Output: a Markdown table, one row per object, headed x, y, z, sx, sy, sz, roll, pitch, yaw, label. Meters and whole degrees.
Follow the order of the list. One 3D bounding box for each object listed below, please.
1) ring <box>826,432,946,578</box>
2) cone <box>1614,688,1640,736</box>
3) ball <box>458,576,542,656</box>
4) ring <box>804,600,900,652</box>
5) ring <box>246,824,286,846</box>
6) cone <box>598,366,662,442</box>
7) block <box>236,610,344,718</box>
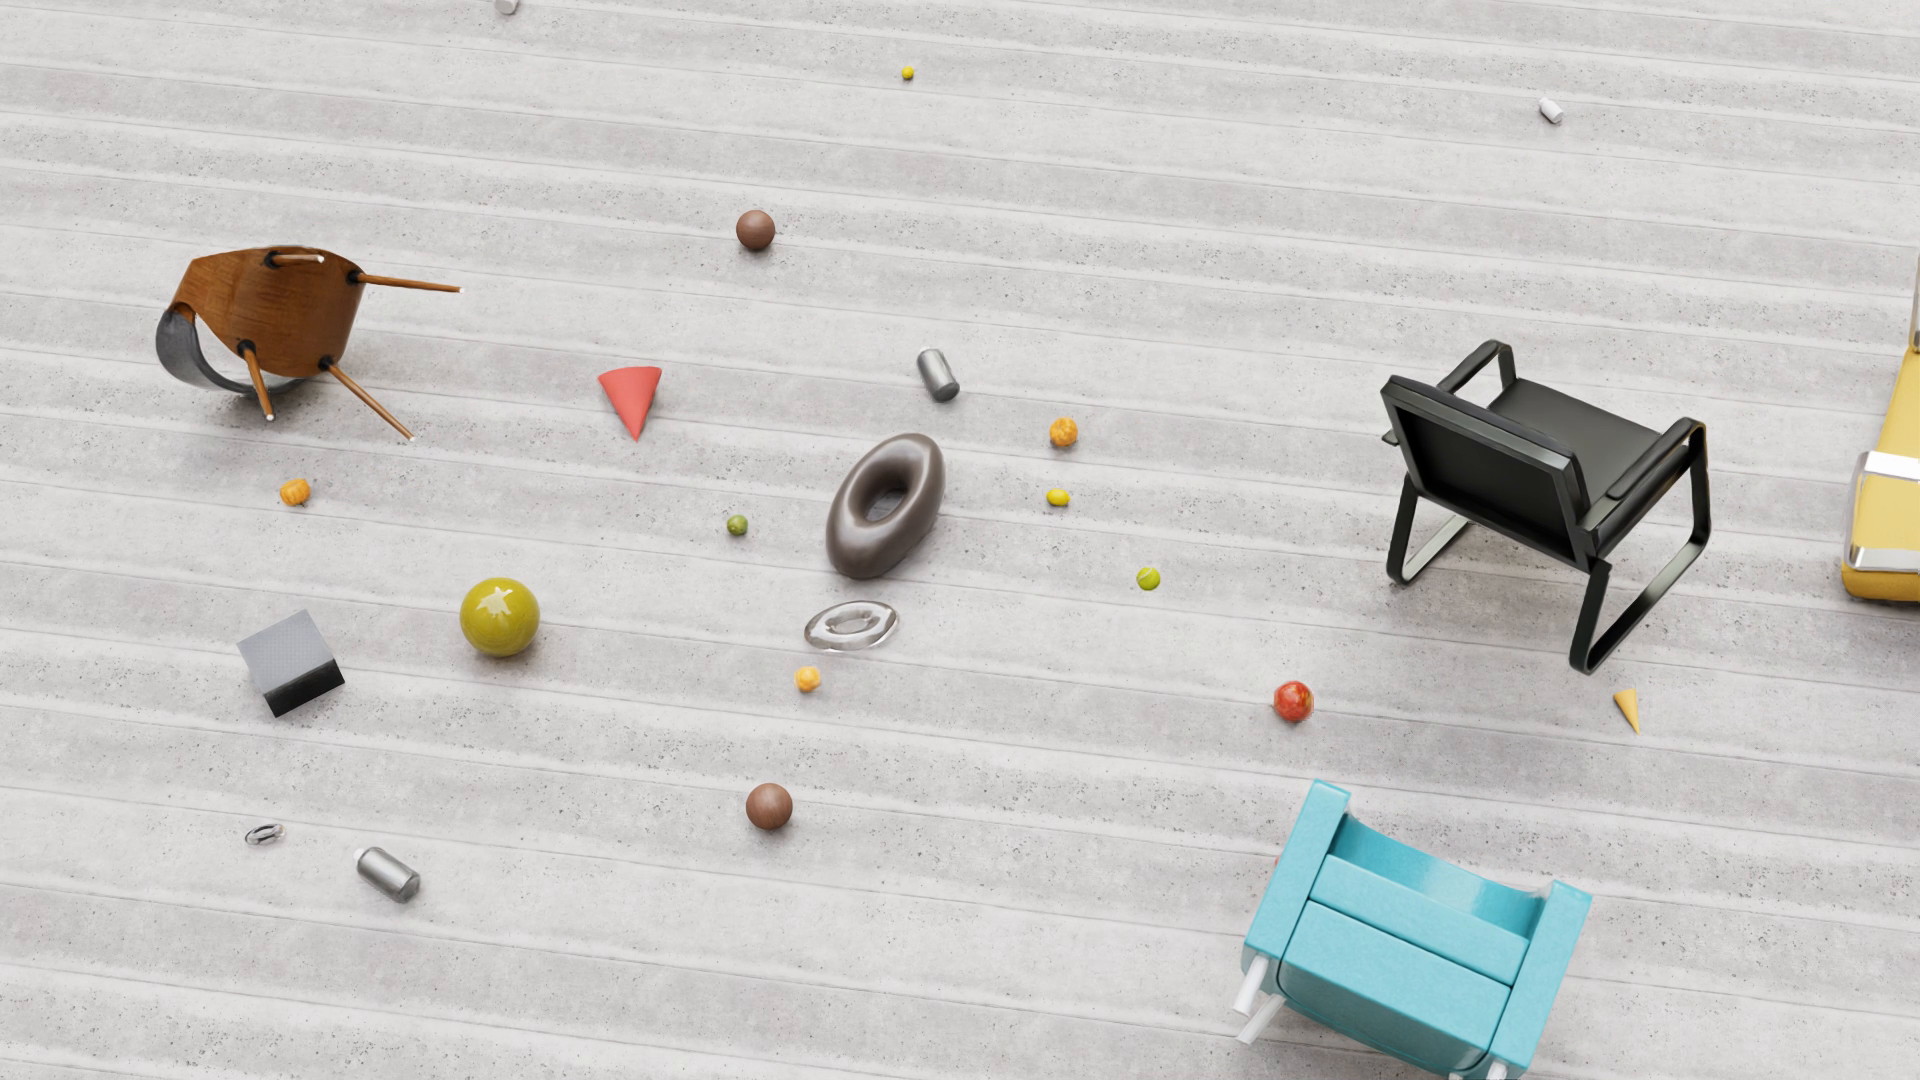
| x | y | z | sx | sy | sz | roll | pitch | yaw | label |
| --- | --- | --- | --- | --- | --- | --- | --- | --- | --- |
| -0.219 | -0.105 | 6.536 | 0.291 | 0.178 | 0.535 | 21 | 58 | 17 | ring |
| 1.902 | 0.495 | 6.222 | 0.065 | 0.067 | 0.134 | -4 | 69 | -26 | cone |
| -1.315 | 0.219 | 6.289 | 0.230 | 0.230 | 0.230 | 0 | 56 | 0 | ball |
| -0.313 | 0.249 | 6.373 | 0.284 | 0.057 | 0.158 | -11 | 56 | -7 | ring |
| -1.899 | 0.805 | 6.011 | 0.113 | 0.039 | 0.049 | -16 | 56 | -9 | ring |
| -1.008 | -0.405 | 6.788 | 0.184 | 0.229 | 0.217 | 1 | 80 | -44 | cone |
| -1.904 | 0.351 | 6.257 | 0.215 | 0.135 | 0.197 | -28 | 61 | -18 | block |
